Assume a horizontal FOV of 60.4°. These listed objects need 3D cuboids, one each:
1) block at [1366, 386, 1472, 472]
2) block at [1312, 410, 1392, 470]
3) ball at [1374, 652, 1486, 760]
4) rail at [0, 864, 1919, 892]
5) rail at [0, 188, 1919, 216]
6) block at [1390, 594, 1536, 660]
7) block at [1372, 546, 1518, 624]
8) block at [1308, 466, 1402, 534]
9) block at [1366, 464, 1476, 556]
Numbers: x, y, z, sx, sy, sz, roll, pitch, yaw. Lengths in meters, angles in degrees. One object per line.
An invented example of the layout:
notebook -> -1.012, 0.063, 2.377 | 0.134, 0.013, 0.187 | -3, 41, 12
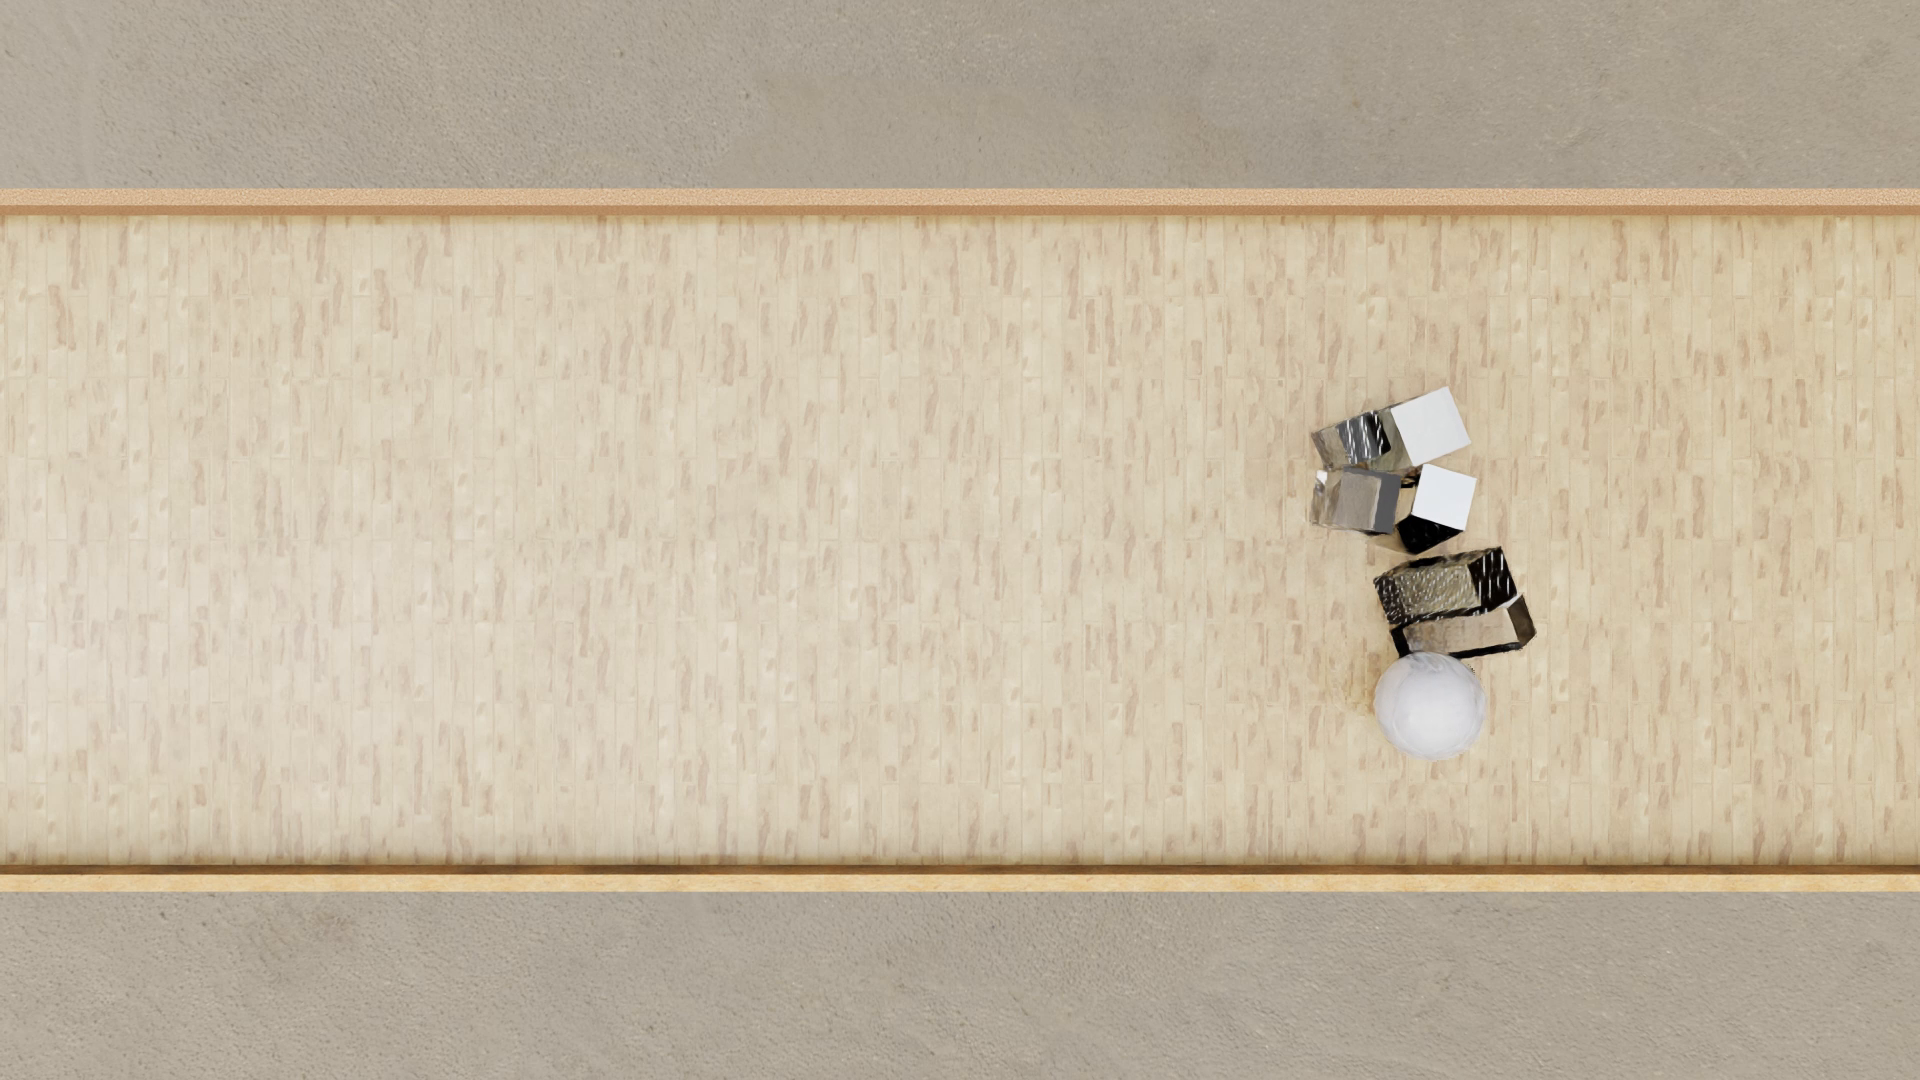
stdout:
block -> 1.321, -0.317, 4.859 | 0.176, 0.430, 0.176 | -22, 90, -2
block -> 1.164, -0.294, 4.923 | 0.127, 0.305, 0.127 | -22, 90, -1
ball -> 1.367, 0.481, 4.805 | 0.314, 0.314, 0.314 | 0, 90, 0
rail -> -2.247, 1.025, 5.001 | 12.000, 0.150, 0.050 | 0, 90, 0
rail -> -2.247, -1.025, 5.002 | 12.000, 0.150, 0.050 | 0, 90, 0
block -> 1.490, 0.273, 4.896 | 0.378, 0.125, 0.125 | -16, 99, 42
block -> 1.428, 0.138, 4.869 | 0.151, 0.381, 0.151 | -23, 95, -30
block -> 1.170, -0.115, 4.907 | 0.170, 0.337, 0.170 | 10, 90, -1
block -> 1.351, -0.084, 4.859 | 0.158, 0.407, 0.158 | 17, 78, -1
